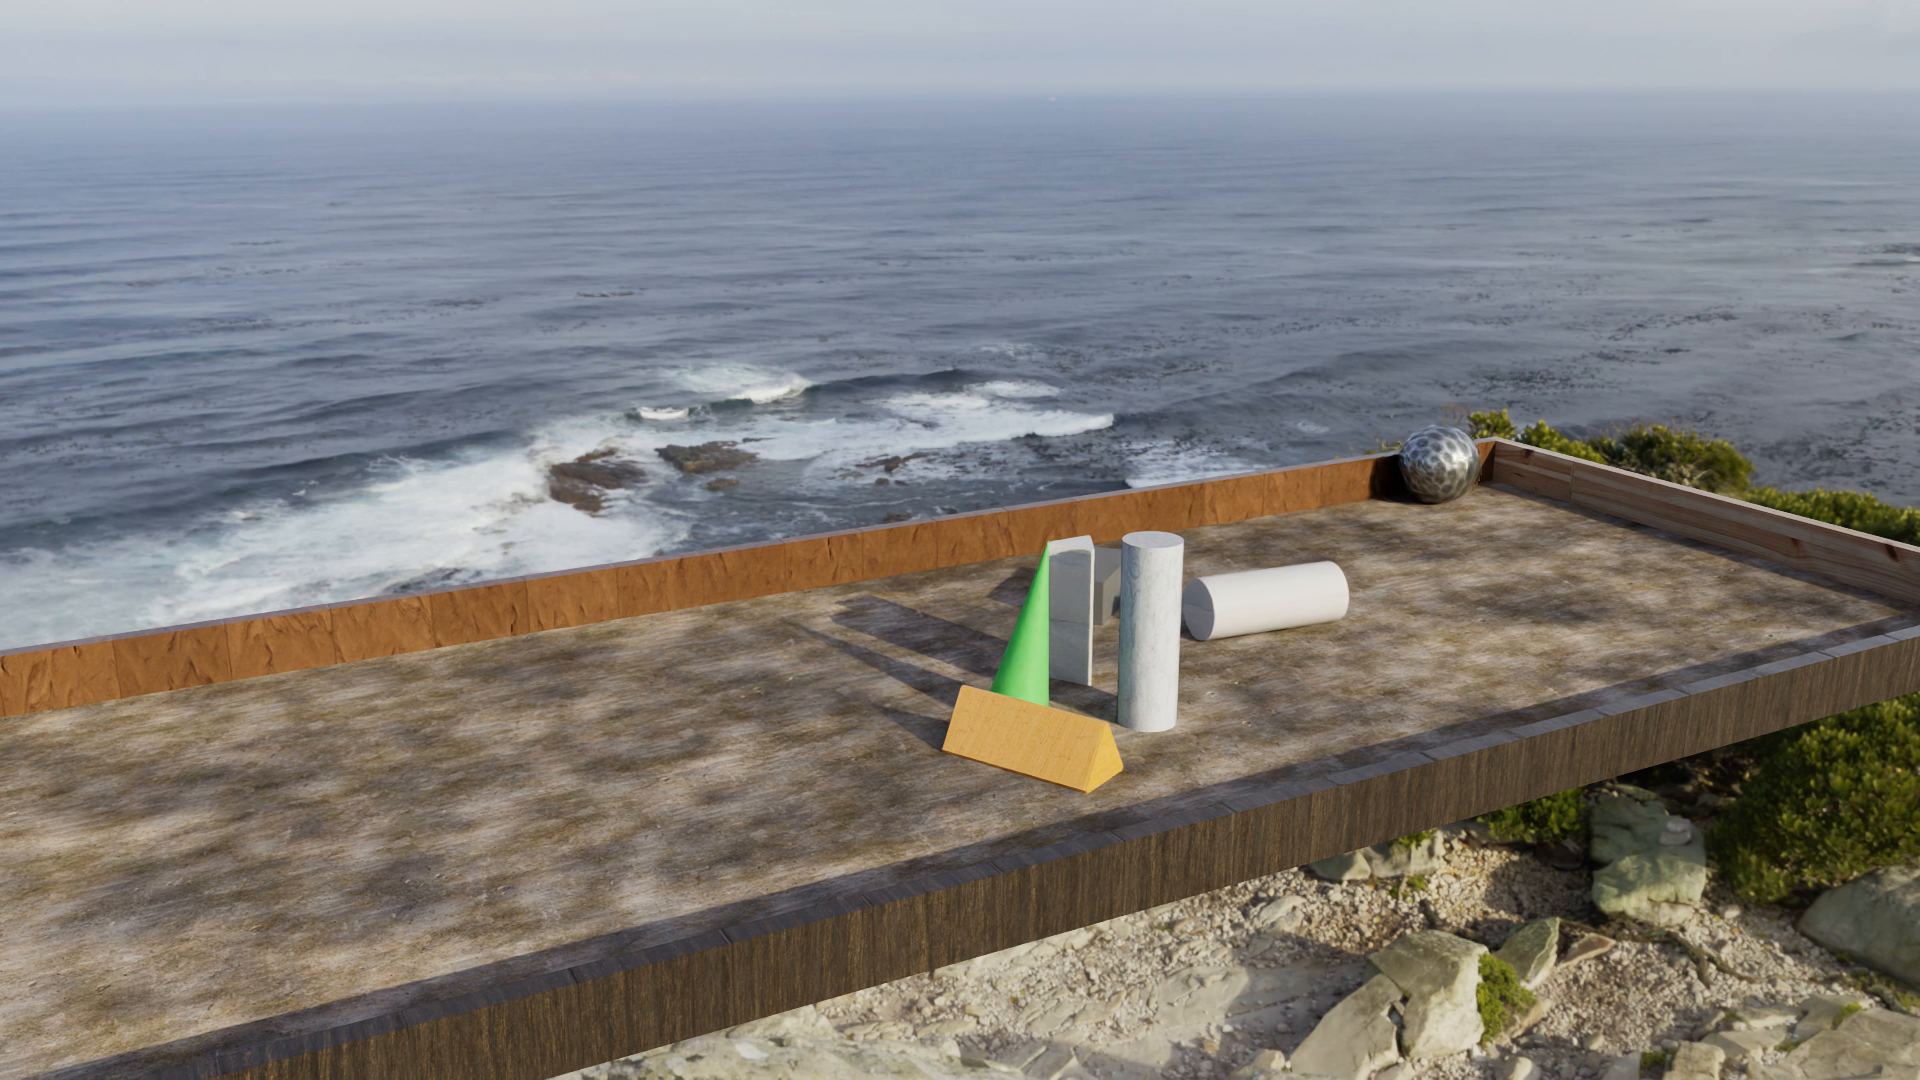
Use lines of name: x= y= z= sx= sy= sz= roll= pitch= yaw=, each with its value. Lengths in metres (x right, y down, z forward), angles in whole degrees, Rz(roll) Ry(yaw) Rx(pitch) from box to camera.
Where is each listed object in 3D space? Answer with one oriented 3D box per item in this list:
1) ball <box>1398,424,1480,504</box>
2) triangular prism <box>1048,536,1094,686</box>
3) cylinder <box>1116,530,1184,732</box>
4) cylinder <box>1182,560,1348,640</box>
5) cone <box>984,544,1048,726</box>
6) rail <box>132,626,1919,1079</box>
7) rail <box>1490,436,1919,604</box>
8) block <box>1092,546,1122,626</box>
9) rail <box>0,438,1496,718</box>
ball: x=1.672 y=-0.265 z=5.764 sx=0.278 sy=0.278 sz=0.278 roll=0 pitch=16 yaw=0
triangular prism: x=0.297 y=0.171 z=4.145 sx=0.126 sy=0.354 sz=0.109 roll=9 pitch=19 yaw=29
cylinder: x=0.442 y=0.213 z=3.840 sx=0.141 sy=0.446 sz=0.141 roll=0 pitch=16 yaw=0
cylinder: x=0.833 y=0.164 z=4.495 sx=0.418 sy=0.170 sz=0.170 roll=-6 pitch=18 yaw=-21
cone: x=0.169 y=0.204 z=3.852 sx=0.157 sy=0.436 sz=0.157 roll=9 pitch=17 yaw=-3
rail: x=-2.336 y=1.006 z=1.665 sx=12.000 sy=0.150 sz=0.050 roll=-9 pitch=18 yaw=-27
rail: x=2.466 y=-0.048 z=5.253 sx=0.050 sy=0.150 sz=2.100 roll=-9 pitch=18 yaw=-27
block: x=0.393 y=0.128 z=4.697 sx=0.126 sy=0.126 sz=0.323 roll=6 pitch=18 yaw=21
rail: x=-3.305 y=0.497 z=3.399 sx=12.000 sy=0.150 sz=0.050 roll=-9 pitch=18 yaw=-27
